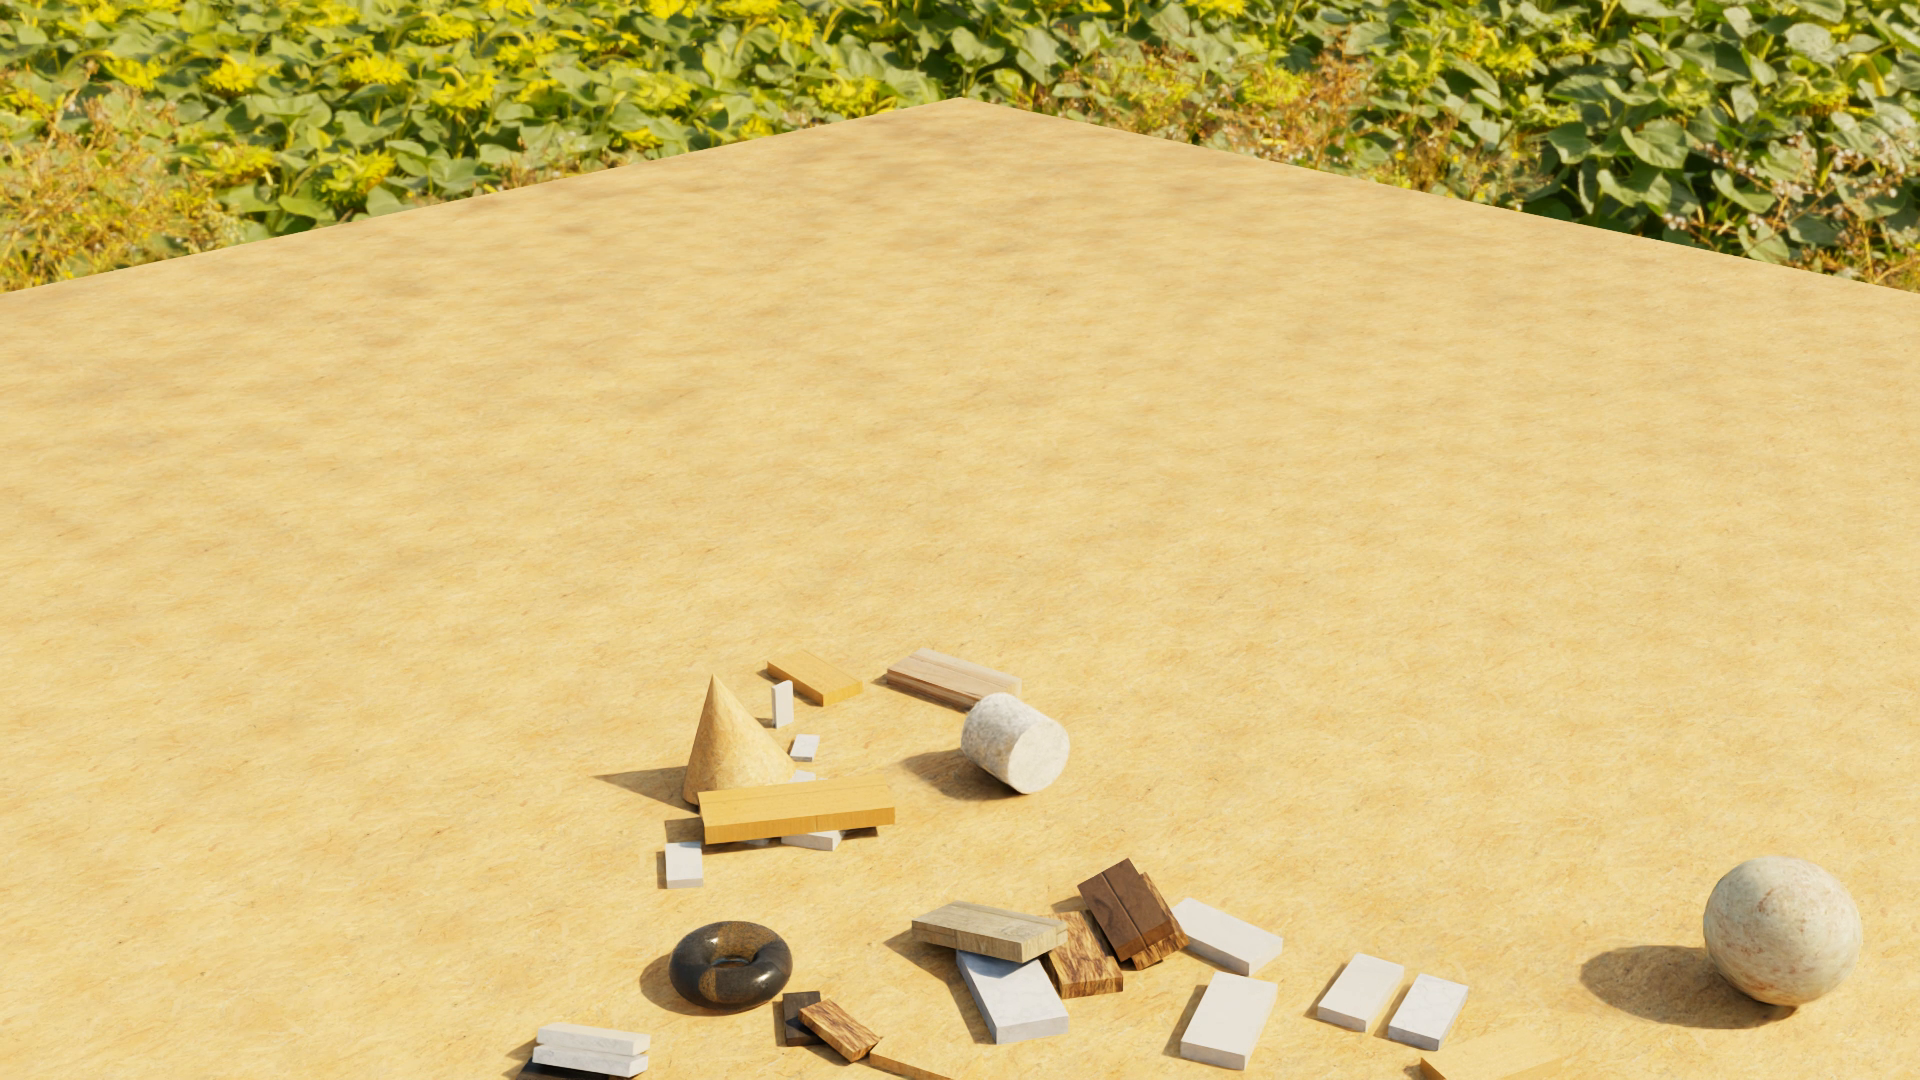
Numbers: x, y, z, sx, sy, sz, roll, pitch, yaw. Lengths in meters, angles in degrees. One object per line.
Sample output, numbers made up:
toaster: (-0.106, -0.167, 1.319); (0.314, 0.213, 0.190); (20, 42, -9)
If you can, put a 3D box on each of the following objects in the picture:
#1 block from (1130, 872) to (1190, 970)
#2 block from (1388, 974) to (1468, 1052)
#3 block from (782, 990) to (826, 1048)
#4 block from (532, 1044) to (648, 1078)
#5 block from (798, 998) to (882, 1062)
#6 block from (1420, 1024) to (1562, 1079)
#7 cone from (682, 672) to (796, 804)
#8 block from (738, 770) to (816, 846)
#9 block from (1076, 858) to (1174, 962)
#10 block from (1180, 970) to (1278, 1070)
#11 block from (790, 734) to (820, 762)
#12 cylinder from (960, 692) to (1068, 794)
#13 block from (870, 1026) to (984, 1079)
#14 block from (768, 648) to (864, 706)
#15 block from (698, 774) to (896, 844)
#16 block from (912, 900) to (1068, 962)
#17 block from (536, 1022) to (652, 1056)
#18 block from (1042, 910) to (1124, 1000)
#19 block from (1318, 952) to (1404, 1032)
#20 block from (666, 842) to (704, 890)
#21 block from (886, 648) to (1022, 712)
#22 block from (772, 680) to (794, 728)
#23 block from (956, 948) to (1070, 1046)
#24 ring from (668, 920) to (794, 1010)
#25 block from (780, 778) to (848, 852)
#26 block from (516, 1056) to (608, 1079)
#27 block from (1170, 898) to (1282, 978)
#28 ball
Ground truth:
block: (0.334, 0.697, 4.029); (0.105, 0.030, 0.211); (-28, 27, -3)
block: (0.811, 0.816, 3.806); (0.088, 0.025, 0.176); (12, 26, 26)
block: (-0.270, 0.825, 3.792); (0.066, 0.019, 0.132); (-3, 23, -7)
block: (-0.613, 0.862, 3.652); (0.170, 0.024, 0.085); (5, -4, 13)
block: (-0.204, 0.832, 3.739); (0.138, 0.020, 0.069); (29, 27, 37)
block: (0.885, 0.873, 3.665); (0.211, 0.030, 0.105); (-11, 25, -24)
cone: (-0.479, 0.380, 4.499); (0.242, 0.242, 0.242); (-10, 19, 3)
block: (-0.394, 0.536, 4.458); (0.109, 0.031, 0.256); (8, 24, 18)
block: (0.302, 0.675, 4.028); (0.111, 0.031, 0.222); (-28, 27, -4)
block: (0.464, 0.824, 3.779); (0.111, 0.031, 0.222); (9, 25, 20)
block: (-0.331, 0.445, 4.695); (0.049, 0.014, 0.097); (2, 23, 5)
cylinder: (0.113, 0.421, 4.564); (0.160, 0.160, 0.160); (-16, 28, -34)
block: (-0.056, 0.869, 3.682); (0.170, 0.024, 0.085); (12, 26, 25)
block: (-0.330, 0.311, 4.989); (0.109, 0.031, 0.219); (-18, 29, -36)
block: (-0.326, 0.534, 4.374); (0.375, 0.039, 0.138); (-5, 23, -11)
block: (0.052, 0.704, 3.963); (0.257, 0.036, 0.129); (3, 11, 40)
block: (-0.616, 0.840, 3.703); (0.170, 0.024, 0.085); (5, -4, 12)
block: (0.210, 0.745, 3.964); (0.111, 0.031, 0.222); (-5, 23, -11)
block: (0.704, 0.793, 3.860); (0.088, 0.025, 0.190); (13, 26, 28)
block: (-0.534, 0.629, 4.254); (0.069, 0.020, 0.138); (-3, 23, -8)
block: (-0.013, 0.318, 4.960); (0.275, 0.039, 0.138); (16, 28, 33)
block: (-0.387, 0.358, 4.792); (0.014, 0.097, 0.049); (21, 31, 41)
block: (0.090, 0.787, 3.860); (0.129, 0.036, 0.257); (-6, 24, -14)
ring: (-0.406, 0.752, 3.895); (0.221, 0.074, 0.221); (1, 24, 0)
block: (-0.269, 0.551, 4.423); (0.109, 0.031, 0.219); (7, 24, 16)
block: (-0.658, 0.892, 3.633); (0.138, 0.020, 0.069); (5, 24, 13)
block: (0.471, 0.724, 4.017); (0.211, 0.030, 0.105); (19, 30, 38)
ball: (1.429, 0.679, 3.830); (0.258, 0.258, 0.258); (0, 23, 0)
